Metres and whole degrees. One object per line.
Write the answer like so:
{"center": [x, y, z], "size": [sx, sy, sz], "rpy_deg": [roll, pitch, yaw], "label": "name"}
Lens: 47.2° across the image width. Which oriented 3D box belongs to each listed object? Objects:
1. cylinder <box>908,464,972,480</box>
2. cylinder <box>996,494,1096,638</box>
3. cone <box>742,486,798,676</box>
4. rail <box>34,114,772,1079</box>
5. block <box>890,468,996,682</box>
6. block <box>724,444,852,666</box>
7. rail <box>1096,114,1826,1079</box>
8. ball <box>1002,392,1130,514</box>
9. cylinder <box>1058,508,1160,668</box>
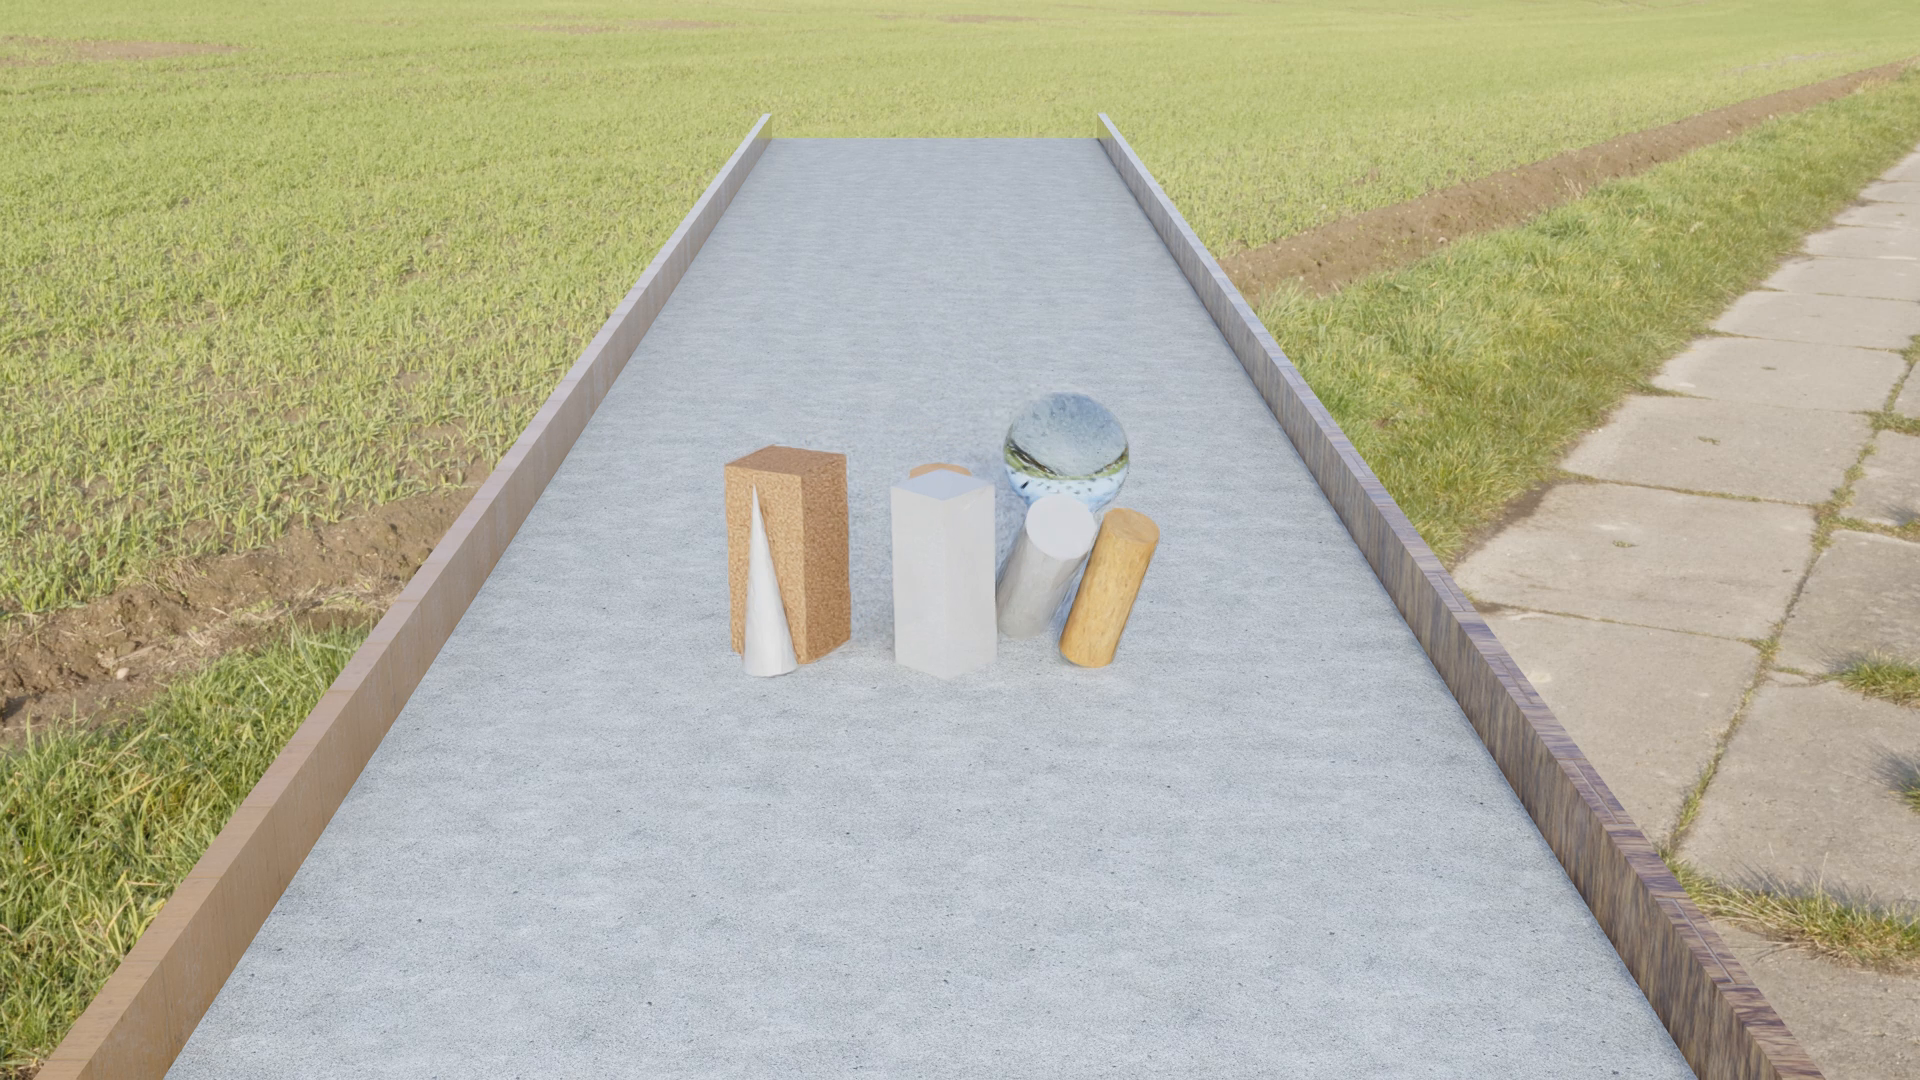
{"center": [-0.043, 0.028, 4.501], "size": [0.127, 0.348, 0.127], "rpy_deg": [1, 23, -1], "label": "cylinder"}
{"center": [0.160, 0.057, 4.419], "size": [0.143, 0.143, 0.360], "rpy_deg": [-5, -26, -15], "label": "cylinder"}
{"center": [-0.389, 0.069, 4.315], "size": [0.110, 0.380, 0.110], "rpy_deg": [-4, 13, 1], "label": "cone"}
{"center": [-1.118, -0.838, 7.780], "size": [0.050, 0.150, 12.000], "rpy_deg": [0, 17, -1], "label": "rail"}
{"center": [-0.031, 0.067, 4.331], "size": [0.143, 0.372, 0.143], "rpy_deg": [17, 26, 41], "label": "block"}
{"center": [-0.345, 0.028, 4.438], "size": [0.177, 0.393, 0.177], "rpy_deg": [8, 19, 26], "label": "block"}
{"center": [0.932, -0.844, 7.801], "size": [0.050, 0.150, 12.000], "rpy_deg": [0, 17, -1], "label": "rail"}
{"center": [0.214, -0.170, 4.432], "size": [0.257, 0.257, 0.257], "rpy_deg": [0, 17, 0], "label": "ball"}
{"center": [0.292, 0.096, 4.323], "size": [0.112, 0.313, 0.112], "rpy_deg": [12, 35, -8], "label": "cylinder"}
